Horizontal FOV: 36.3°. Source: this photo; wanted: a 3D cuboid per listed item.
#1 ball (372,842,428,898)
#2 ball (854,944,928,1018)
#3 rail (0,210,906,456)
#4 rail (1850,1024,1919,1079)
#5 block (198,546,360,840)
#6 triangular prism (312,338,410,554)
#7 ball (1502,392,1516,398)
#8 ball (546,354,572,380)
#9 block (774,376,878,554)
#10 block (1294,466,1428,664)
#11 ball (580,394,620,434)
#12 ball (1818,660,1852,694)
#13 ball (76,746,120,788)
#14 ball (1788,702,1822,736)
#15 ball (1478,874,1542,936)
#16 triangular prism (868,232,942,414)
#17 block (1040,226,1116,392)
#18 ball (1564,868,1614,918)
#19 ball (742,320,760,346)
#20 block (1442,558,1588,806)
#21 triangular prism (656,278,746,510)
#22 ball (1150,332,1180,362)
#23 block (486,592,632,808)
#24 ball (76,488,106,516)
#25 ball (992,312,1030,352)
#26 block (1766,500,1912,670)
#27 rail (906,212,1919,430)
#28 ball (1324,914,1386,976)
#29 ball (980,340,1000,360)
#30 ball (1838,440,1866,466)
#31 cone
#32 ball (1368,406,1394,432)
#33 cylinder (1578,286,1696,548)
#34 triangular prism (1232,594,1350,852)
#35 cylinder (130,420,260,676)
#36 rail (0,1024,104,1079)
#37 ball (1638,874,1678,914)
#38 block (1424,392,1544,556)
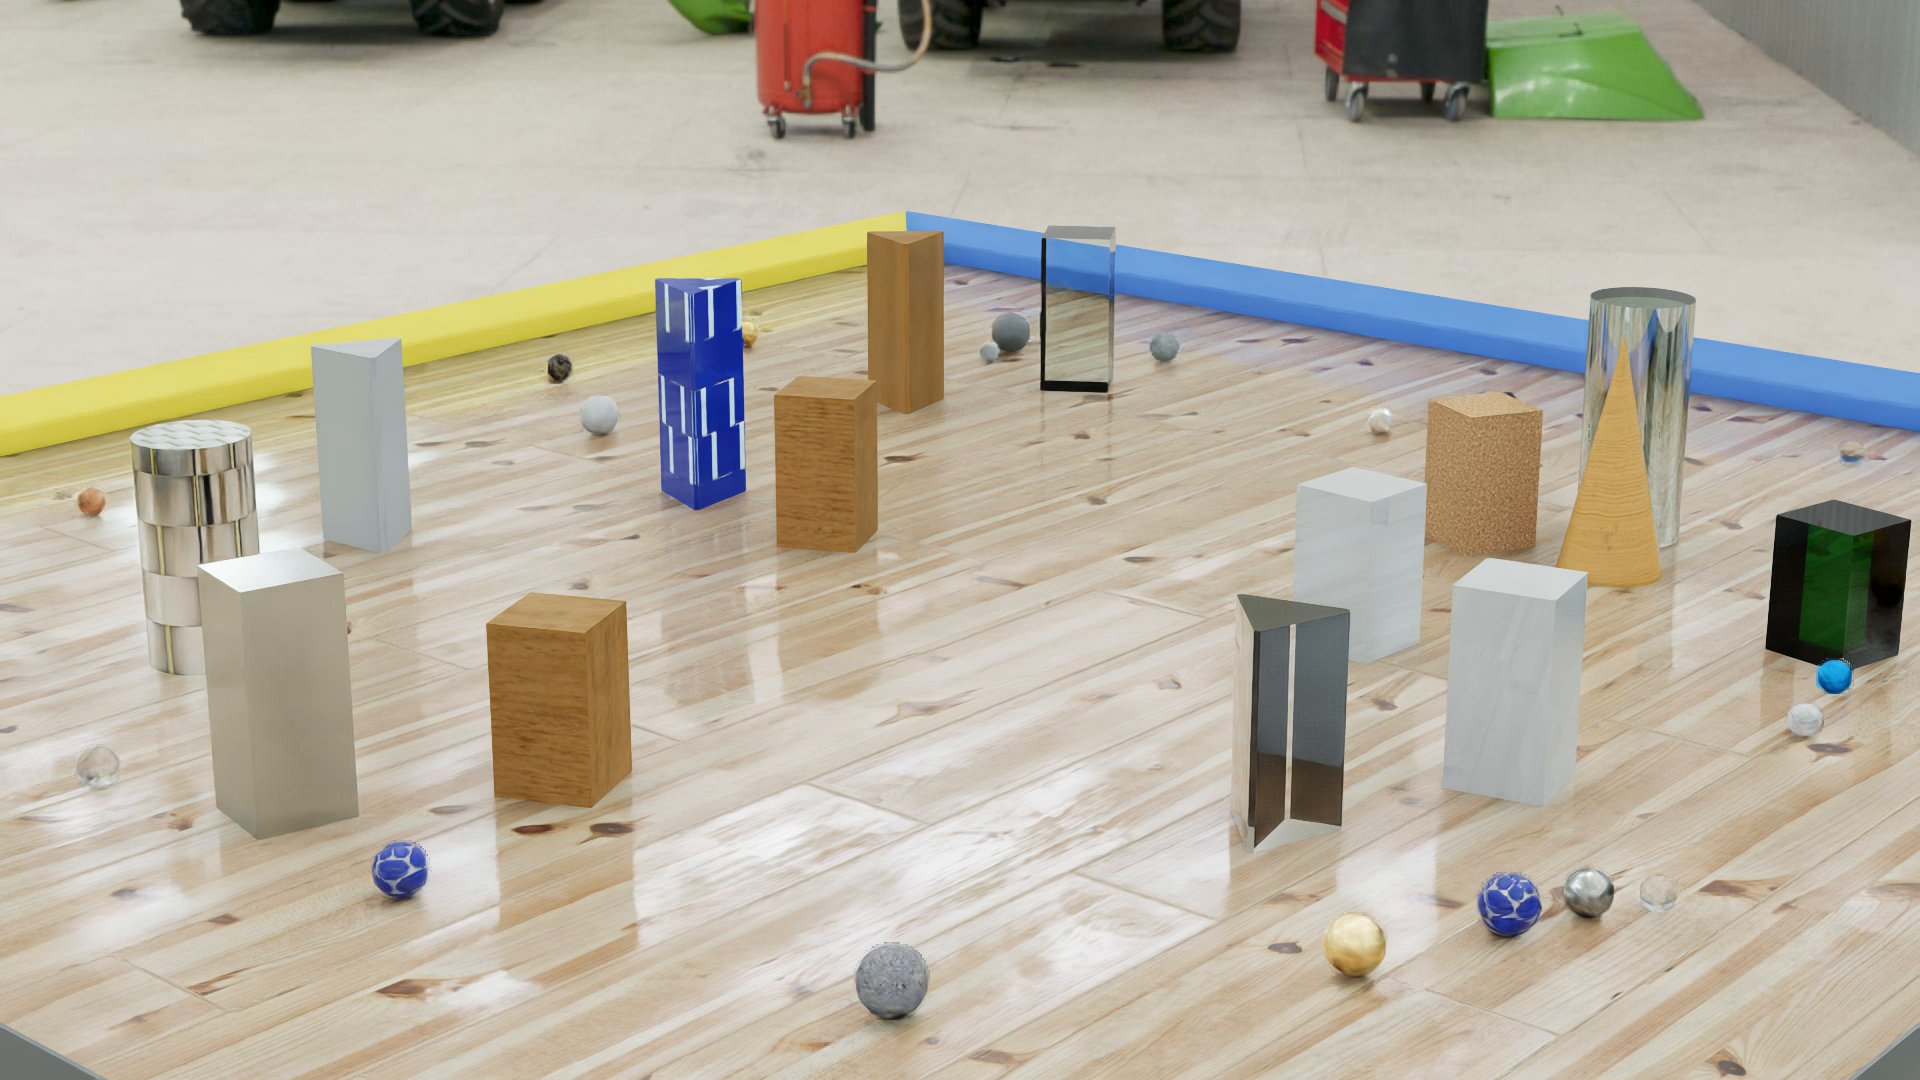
[{"bbox_3d":[-0.738,0.435,3.869,0.074,0.074,0.074,0,17,0],"label":"ball"},{"bbox_3d":[-0.082,0.531,3.528,0.088,0.088,0.088,0,17,0],"label":"ball"},{"bbox_3d":[-1.551,-0.359,6.409,0.045,0.122,4.331,14,22,39],"label":"rail"},{"bbox_3d":[1.551,0.420,3.832,0.045,0.122,4.331,14,22,39],"label":"rail"},{"bbox_3d":[-0.954,0.213,4.108,0.151,0.361,0.151,-12,20,-34],"label":"block"},{"bbox_3d":[-1.075,-0.181,5.405,0.163,0.366,0.141,12,21,35],"label":"triangular prism"},{"bbox_3d":[1.182,-0.299,6.346,0.046,0.046,0.046,0,17,0],"label":"ball"},{"bbox_3d":[-0.906,-0.391,6.633,0.057,0.057,0.057,0,17,0],"label":"ball"},{"bbox_3d":[-0.245,-0.141,5.404,0.151,0.288,0.151,4,17,14],"label":"block"},{"bbox_3d":[0.657,0.040,4.831,0.151,0.274,0.151,16,23,42],"label":"block"},{"bbox_3d":[-0.759,-0.263,6.165,0.083,0.083,0.083,0,17,0],"label":"ball"},{"bbox_3d":[1.382,0.216,4.630,0.054,0.054,0.054,0,17,0],"label":"ball"},{"bbox_3d":[-1.248,0.329,4.243,0.061,0.061,0.061,0,17,0],"label":"ball"},{"bbox_3d":[1.281,0.272,4.446,0.052,0.052,0.052,0,17,0],"label":"ball"},{"bbox_3d":[0.704,0.467,3.753,0.080,0.080,0.080,0,17,0],"label":"ball"},{"bbox_3d":[-0.097,-0.481,6.383,0.141,0.373,0.163,-10,20,-30],"label":"triangular prism"},{"bbox_3d":[0.264,-0.517,6.550,0.151,0.345,0.151,2,17,7],"label":"block"},{"bbox_3d":[0.817,0.458,3.808,0.065,0.065,0.065,0,17,0],"label":"ball"},{"bbox_3d":[-0.508,-0.491,6.953,0.063,0.063,0.063,0,17,0],"label":"ball"},{"bbox_3d":[0.801,0.203,4.233,0.151,0.309,0.151,9,19,27],"label":"block"},{"bbox_3d":[-0.524,-0.290,5.668,0.141,0.423,0.163,10,19,29],"label":"triangular prism"},{"bbox_3d":[0.475,-0.448,6.801,0.068,0.068,0.068,0,17,0],"label":"ball"},{"bbox_3d":[-0.576,0.229,4.226,0.151,0.263,0.151,5,17,16],"label":"block"},{"bbox_3d":[-1.656,-0.074,5.588,0.053,0.053,0.053,0,17,0],"label":"ball"},{"bbox_3d":[0.119,-0.488,6.893,0.092,0.092,0.092,0,17,0],"label":"ball"},{"bbox_3d":[1.435,0.074,4.794,0.151,0.231,0.151,-12,21,-35],"label":"block"},{"bbox_3d":[1.404,-0.437,6.669,4.154,0.122,0.045,14,22,39],"label":"rail"},{"bbox_3d":[0.491,0.503,3.640,0.077,0.077,0.077,0,17,0],"label":"ball"},{"bbox_3d":[0.068,-0.439,6.809,0.046,0.046,0.046,0,17,0],"label":"ball"},{"bbox_3d":[1.804,-0.175,5.925,0.053,0.053,0.053,0,17,0],"label":"ball"},{"bbox_3d":[1.162,-0.152,5.187,0.188,0.435,0.188,0,17,0],"label":"cone"},{"bbox_3d":[0.887,-0.253,6.181,0.054,0.054,0.054,0,17,0],"label":"ball"},{"bbox_3d":[1.244,-0.226,5.406,0.188,0.451,0.188,0,17,0],"label":"cylinder"},{"bbox_3d":[0.427,0.245,4.073,0.163,0.320,0.141,-11,20,-32],"label":"triangular prism"},{"bbox_3d":[-1.232,0.011,4.750,0.188,0.377,0.188,0,17,0],"label":"cylinder"},{"bbox_3d":[-1.404,0.499,3.573,4.154,0.122,0.045,14,22,39],"label":"rail"},{"bbox_3d":[0.911,0.461,3.824,0.050,0.050,0.050,0,17,0],"label":"ball"},{"bbox_3d":[0.961,-0.124,5.401,0.151,0.259,0.151,-7,18,-21],"label":"block"}]
